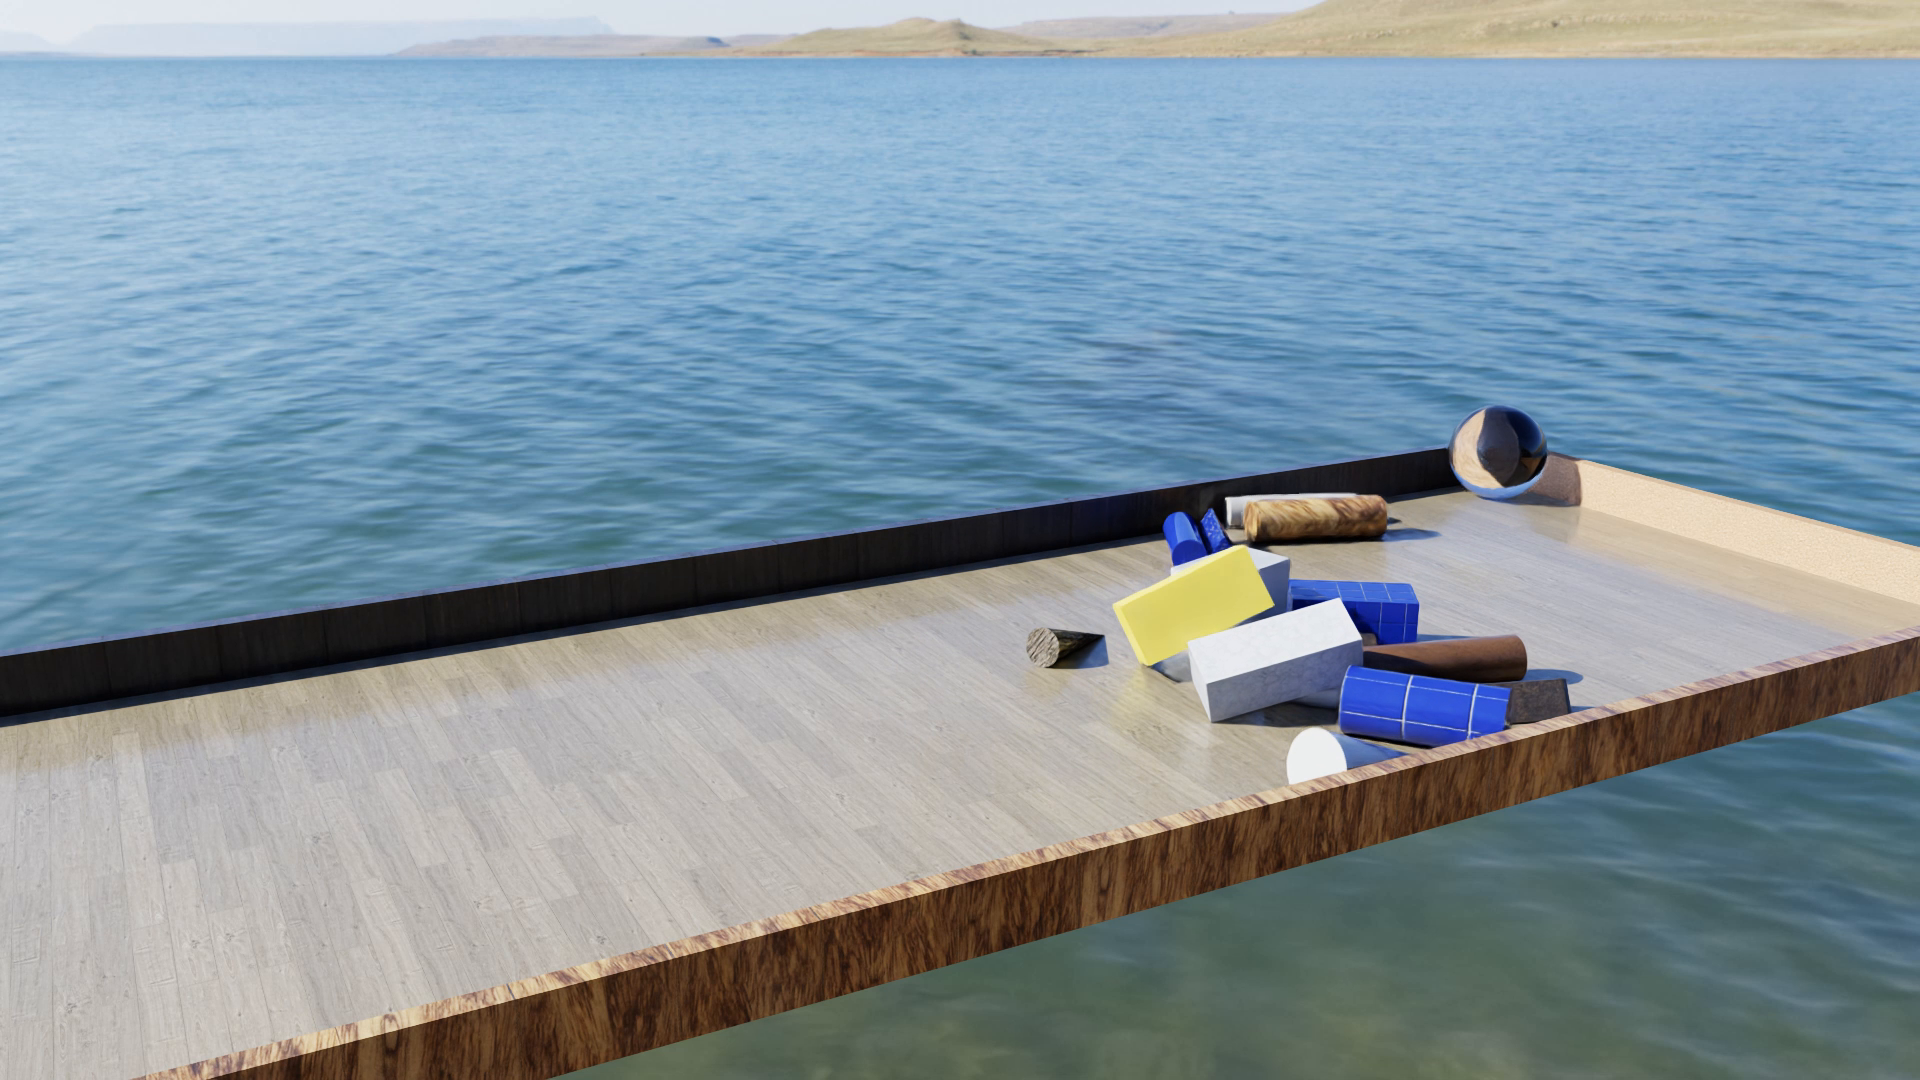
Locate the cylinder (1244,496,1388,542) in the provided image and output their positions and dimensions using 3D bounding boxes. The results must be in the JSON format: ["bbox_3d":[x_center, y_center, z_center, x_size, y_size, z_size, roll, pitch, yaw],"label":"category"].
[{"bbox_3d":[1.152,-0.068,5.350,0.437,0.134,0.134,-3,17,-9],"label":"cylinder"}]

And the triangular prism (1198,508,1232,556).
[{"bbox_3d":[0.801,-0.002,5.150,0.130,0.113,0.346,0,16,2],"label":"triangular prism"}]

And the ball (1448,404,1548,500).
[{"bbox_3d":[1.898,-0.312,5.822,0.334,0.334,0.334,0,16,0],"label":"ball"}]

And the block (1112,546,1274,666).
[{"bbox_3d":[0.590,0.166,4.197,0.350,0.165,0.165,-26,0,-2],"label":"block"}]

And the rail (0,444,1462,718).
[{"bbox_3d":[-3.305,0.497,3.399,12.000,0.150,0.050,-9,18,-27],"label":"rail"}]

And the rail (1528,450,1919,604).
[{"bbox_3d":[2.466,-0.048,5.253,0.050,0.150,2.100,-9,18,-27],"label":"rail"}]

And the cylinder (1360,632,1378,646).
[{"bbox_3d":[0.843,0.288,4.182,0.406,0.108,0.108,0,16,1],"label":"cylinder"}]

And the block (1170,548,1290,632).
[{"bbox_3d":[0.744,0.147,4.544,0.308,0.175,0.175,-16,22,-42],"label":"block"}]

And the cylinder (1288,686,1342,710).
[{"bbox_3d":[0.896,0.352,3.965,0.303,0.107,0.107,7,18,22],"label":"cylinder"}]

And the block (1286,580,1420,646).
[{"bbox_3d":[1.024,0.214,4.327,0.318,0.168,0.168,2,17,7],"label":"block"}]

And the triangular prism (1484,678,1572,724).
[{"bbox_3d":[1.261,0.379,3.906,0.364,0.086,0.099,-3,17,-10],"label":"triangular prism"}]

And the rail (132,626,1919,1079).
[{"bbox_3d":[-2.336,1.006,1.665,12.000,0.150,0.050,-9,18,-27],"label":"rail"}]

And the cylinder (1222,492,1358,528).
[{"bbox_3d":[1.108,-0.100,5.512,0.443,0.103,0.103,-2,17,-7],"label":"cylinder"}]

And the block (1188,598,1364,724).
[{"bbox_3d":[0.745,0.284,3.895,0.376,0.141,0.141,-16,43,-1],"label":"block"}]

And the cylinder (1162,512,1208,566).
[{"bbox_3d":[0.700,0.006,5.146,0.107,0.107,0.321,1,16,2],"label":"cylinder"}]

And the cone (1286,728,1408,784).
[{"bbox_3d":[0.912,0.487,3.551,0.407,0.169,0.169,3,12,-34],"label":"cone"}]

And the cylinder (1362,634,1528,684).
[{"bbox_3d":[1.175,0.309,4.091,0.443,0.119,0.119,-4,17,-12],"label":"cylinder"}]

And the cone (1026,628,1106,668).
[{"bbox_3d":[0.303,0.267,4.357,0.103,0.103,0.303,12,11,36],"label":"cone"}]

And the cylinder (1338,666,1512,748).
[{"bbox_3d":[1.059,0.389,3.755,0.358,0.156,0.156,7,18,23],"label":"cylinder"}]
